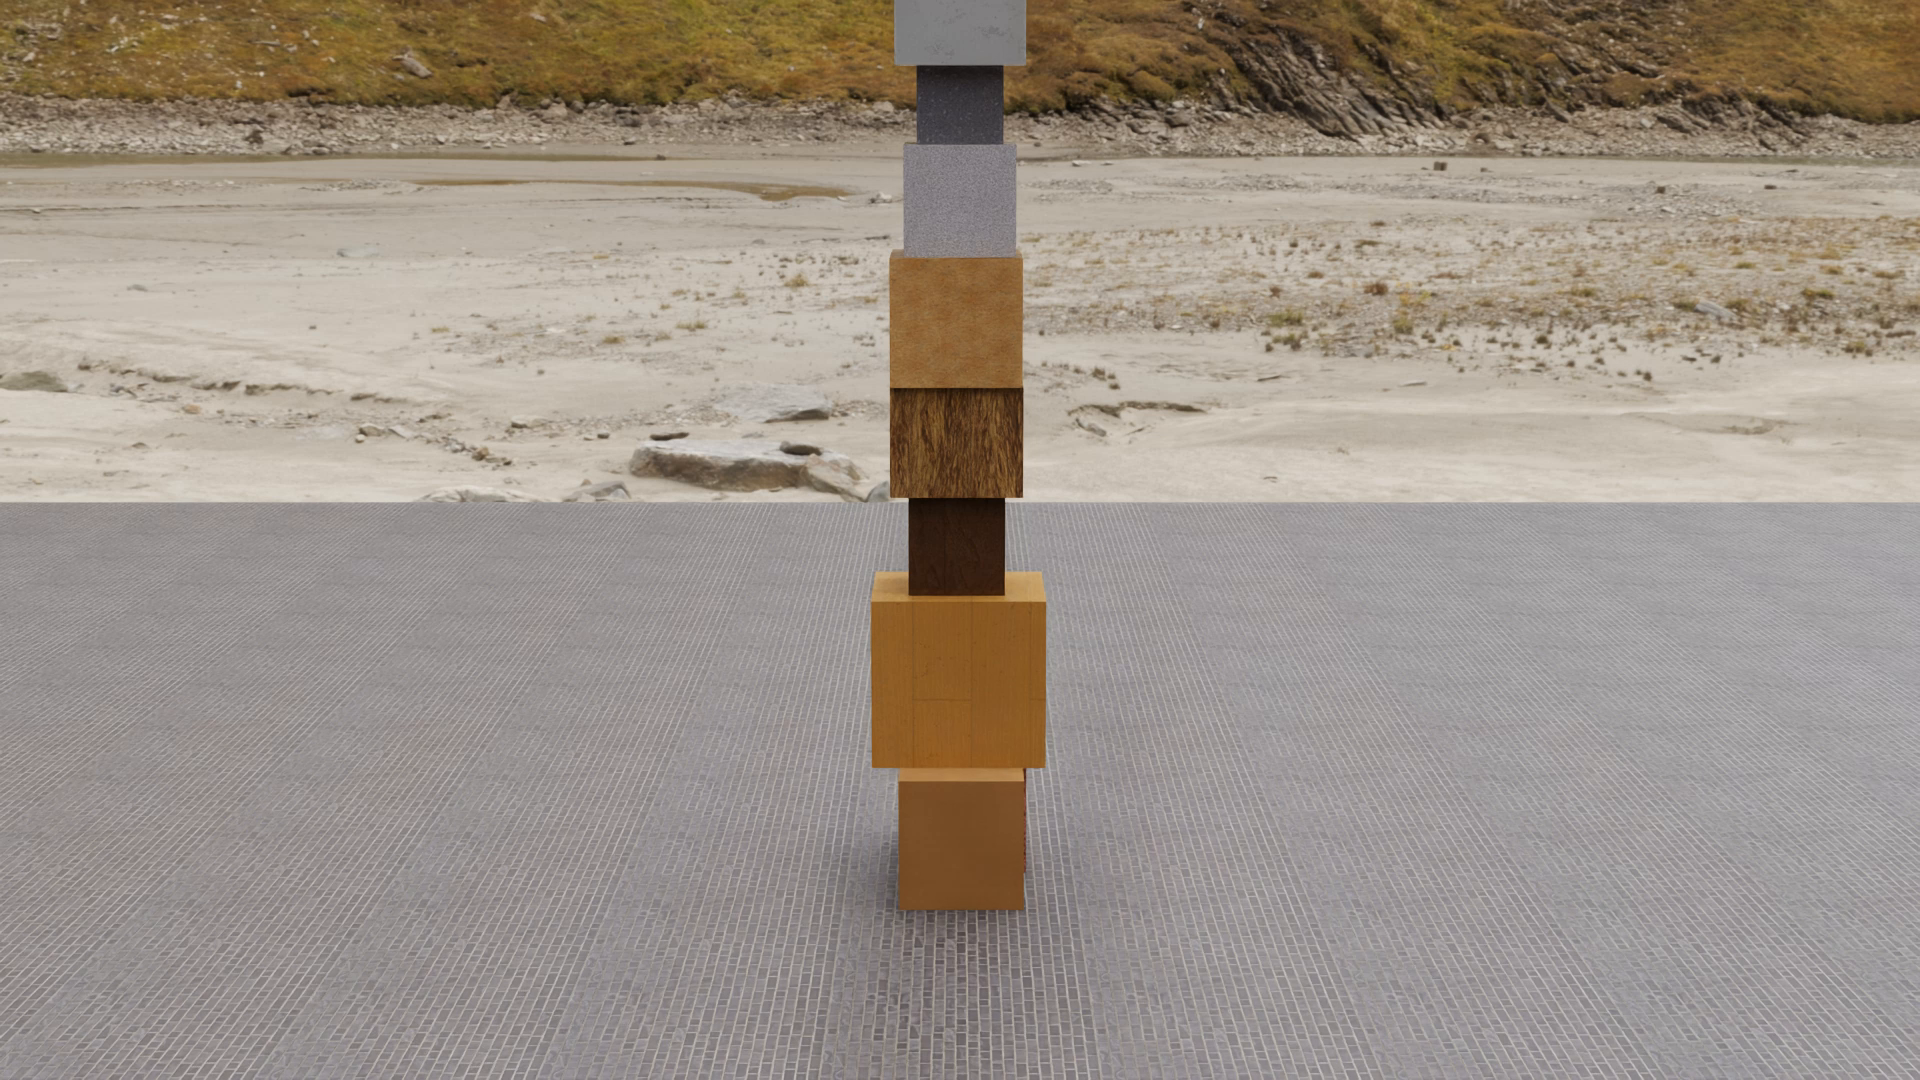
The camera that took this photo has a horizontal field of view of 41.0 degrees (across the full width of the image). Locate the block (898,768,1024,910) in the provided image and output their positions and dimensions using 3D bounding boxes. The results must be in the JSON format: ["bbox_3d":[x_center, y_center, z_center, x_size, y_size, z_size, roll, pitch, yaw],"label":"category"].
[{"bbox_3d":[0.005,1.250,11.108,0.529,0.566,0.502,0,10,0],"label":"block"}]

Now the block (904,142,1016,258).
[{"bbox_3d":[0.000,-1.453,10.919,0.471,0.466,0.471,0,10,0],"label":"block"}]

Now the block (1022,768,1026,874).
[{"bbox_3d":[0.020,1.157,11.651,0.547,0.555,0.580,0,10,0],"label":"block"}]

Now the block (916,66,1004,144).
[{"bbox_3d":[0.000,-1.842,10.849,0.360,0.324,0.409,0,10,0],"label":"block"}]

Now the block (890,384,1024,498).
[{"bbox_3d":[-0.014,-0.458,11.099,0.564,0.473,0.527,0,10,0],"label":"block"}]

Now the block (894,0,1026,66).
[{"bbox_3d":[0.001,-2.243,10.777,0.541,0.490,0.561,0,10,0],"label":"block"}]

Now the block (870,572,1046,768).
[{"bbox_3d":[-0.006,0.561,11.283,0.745,0.729,0.667,0,10,0],"label":"block"}]

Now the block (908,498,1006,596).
[{"bbox_3d":[-0.013,-0.012,11.179,0.413,0.435,0.418,0,10,0],"label":"block"}]

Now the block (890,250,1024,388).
[{"bbox_3d":[-0.016,-0.957,11.009,0.557,0.542,0.588,0,10,0],"label":"block"}]
